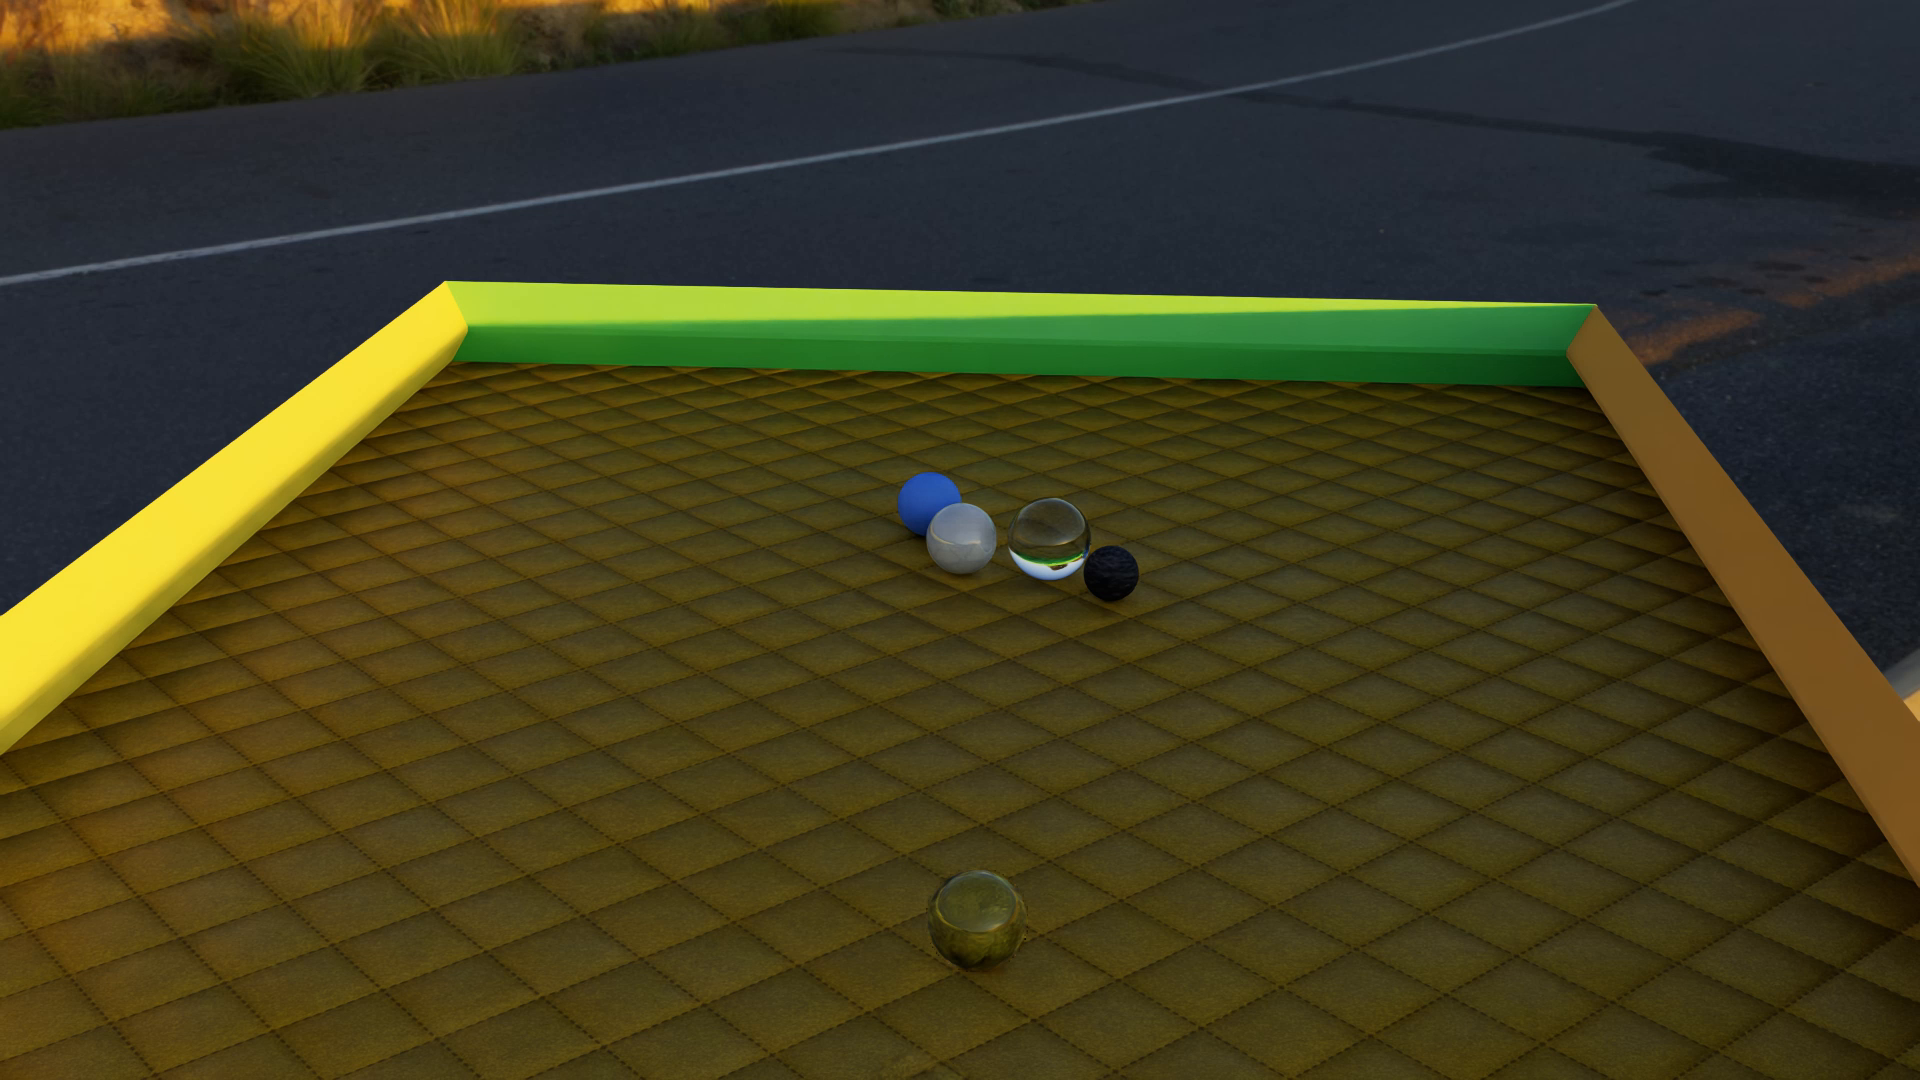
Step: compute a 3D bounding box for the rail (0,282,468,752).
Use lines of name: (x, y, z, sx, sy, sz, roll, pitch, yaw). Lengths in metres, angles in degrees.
rail: (-0.911, 0.244, 1.783, 0.045, 0.124, 3.418, 2, 20, 5)

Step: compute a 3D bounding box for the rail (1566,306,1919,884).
rail: (0.766, 0.293, 1.649, 0.045, 0.124, 3.418, 2, 20, 5)

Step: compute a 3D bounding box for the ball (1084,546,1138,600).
ball: (0.168, 0.037, 2.448, 0.062, 0.062, 0.062, 0, 20, 0)

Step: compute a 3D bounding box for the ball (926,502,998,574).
ball: (0.002, -0.002, 2.525, 0.082, 0.082, 0.082, 0, 20, 0)

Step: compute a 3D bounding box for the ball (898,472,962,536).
ball: (-0.036, -0.043, 2.645, 0.078, 0.078, 0.078, 0, 20, 0)

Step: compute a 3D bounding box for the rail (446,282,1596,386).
rail: (0.070, -0.304, 3.295, 1.730, 0.124, 0.045, 2, 20, 5)

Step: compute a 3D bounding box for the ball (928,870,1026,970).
ball: (0.013, 0.296, 1.712, 0.077, 0.077, 0.077, 0, 20, 0)

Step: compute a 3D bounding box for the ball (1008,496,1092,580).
ball: (0.102, -0.001, 2.504, 0.096, 0.096, 0.096, 0, 20, 0)
